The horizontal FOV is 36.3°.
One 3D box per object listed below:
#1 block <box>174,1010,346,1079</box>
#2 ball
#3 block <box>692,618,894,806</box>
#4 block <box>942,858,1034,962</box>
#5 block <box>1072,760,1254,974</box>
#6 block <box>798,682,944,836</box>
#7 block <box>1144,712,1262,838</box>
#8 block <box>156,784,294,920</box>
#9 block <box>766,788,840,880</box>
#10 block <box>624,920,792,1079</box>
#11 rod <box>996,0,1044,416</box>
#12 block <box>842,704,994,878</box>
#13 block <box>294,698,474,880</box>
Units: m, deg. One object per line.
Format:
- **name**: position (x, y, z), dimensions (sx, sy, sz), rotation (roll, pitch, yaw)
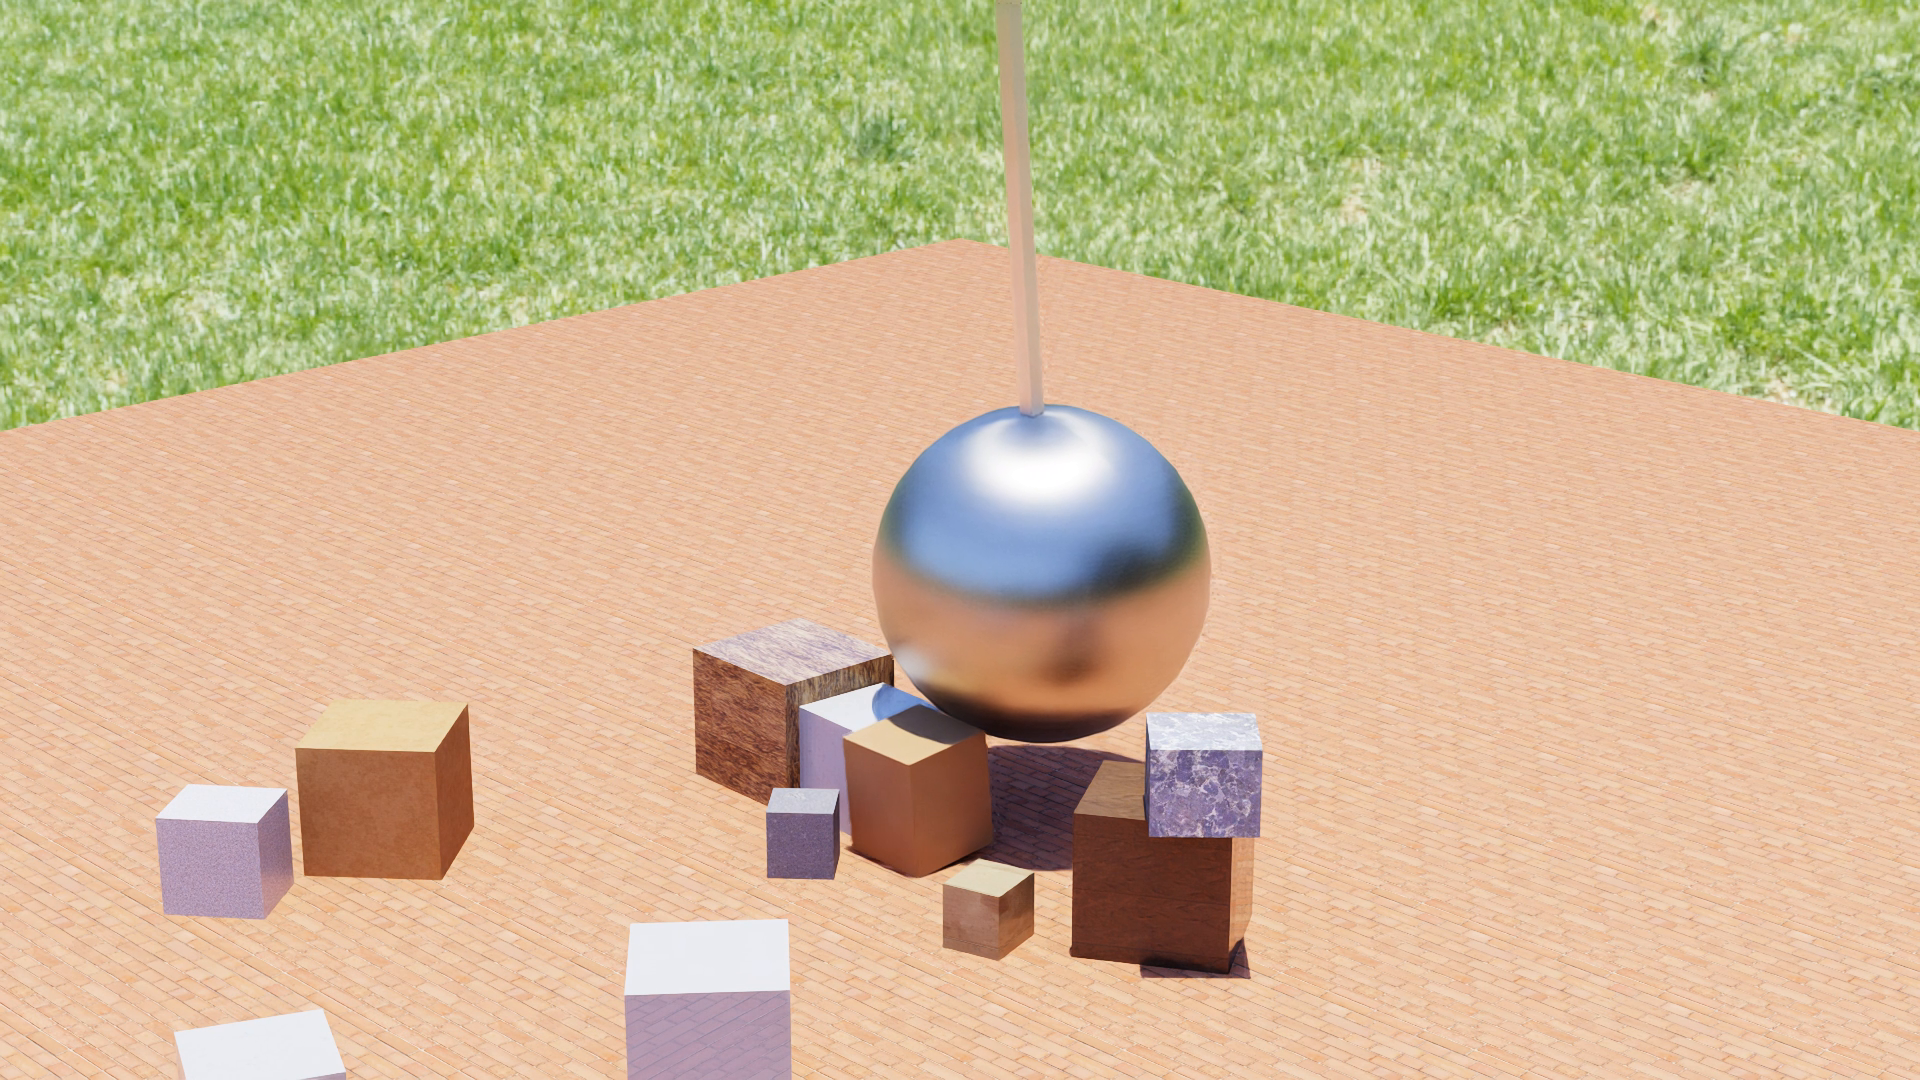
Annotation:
- **block**: position (-2.555, 2.112, 10.763), dimensions (0.543, 0.517, 0.533), rotation (-6, 19, -20)
- **ball**: position (0.383, 0.158, 13.793), dimensions (1.600, 1.600, 1.600), rotation (0, 17, 0)
- **block**: position (-0.819, 0.860, 14.497), dimensions (0.686, 0.667, 0.724), rotation (-15, 23, -40)
- **block**: position (0.125, 1.604, 12.741), dimensions (0.279, 0.299, 0.315), rotation (10, 20, 29)
- **block**: position (0.890, 1.412, 12.734), dimensions (0.683, 0.670, 0.626), rotation (5, 18, 14)
- **block**: position (-0.424, 1.057, 14.079), dimensions (0.515, 0.540, 0.466), rotation (-14, 22, -38)
- **block**: position (1.019, 0.985, 12.325), dimensions (0.461, 0.389, 0.427), rotation (0, 17, 1)
- **block**: position (-3.288, 1.394, 13.133), dimensions (0.464, 0.465, 0.394), rotation (2, 18, 7)
- **block**: position (-0.721, 1.352, 13.501), dimensions (0.307, 0.326, 0.292), rotation (1, 17, 3)
- **block**: position (-0.976, 1.876, 11.458), dimensions (0.625, 0.550, 0.635), rotation (-1, 17, -4)
- **rod**: position (0.166, -3.008, 12.570), dimensions (0.080, 5.200, 0.080), rotation (17, 29, 42)
- **block**: position (-0.191, 1.162, 13.615), dimensions (0.472, 0.576, 0.465), rotation (-22, 27, -37)
- **block**: position (-2.662, 1.153, 13.625), dimensions (0.642, 0.630, 0.632), rotation (1, 17, 4)
